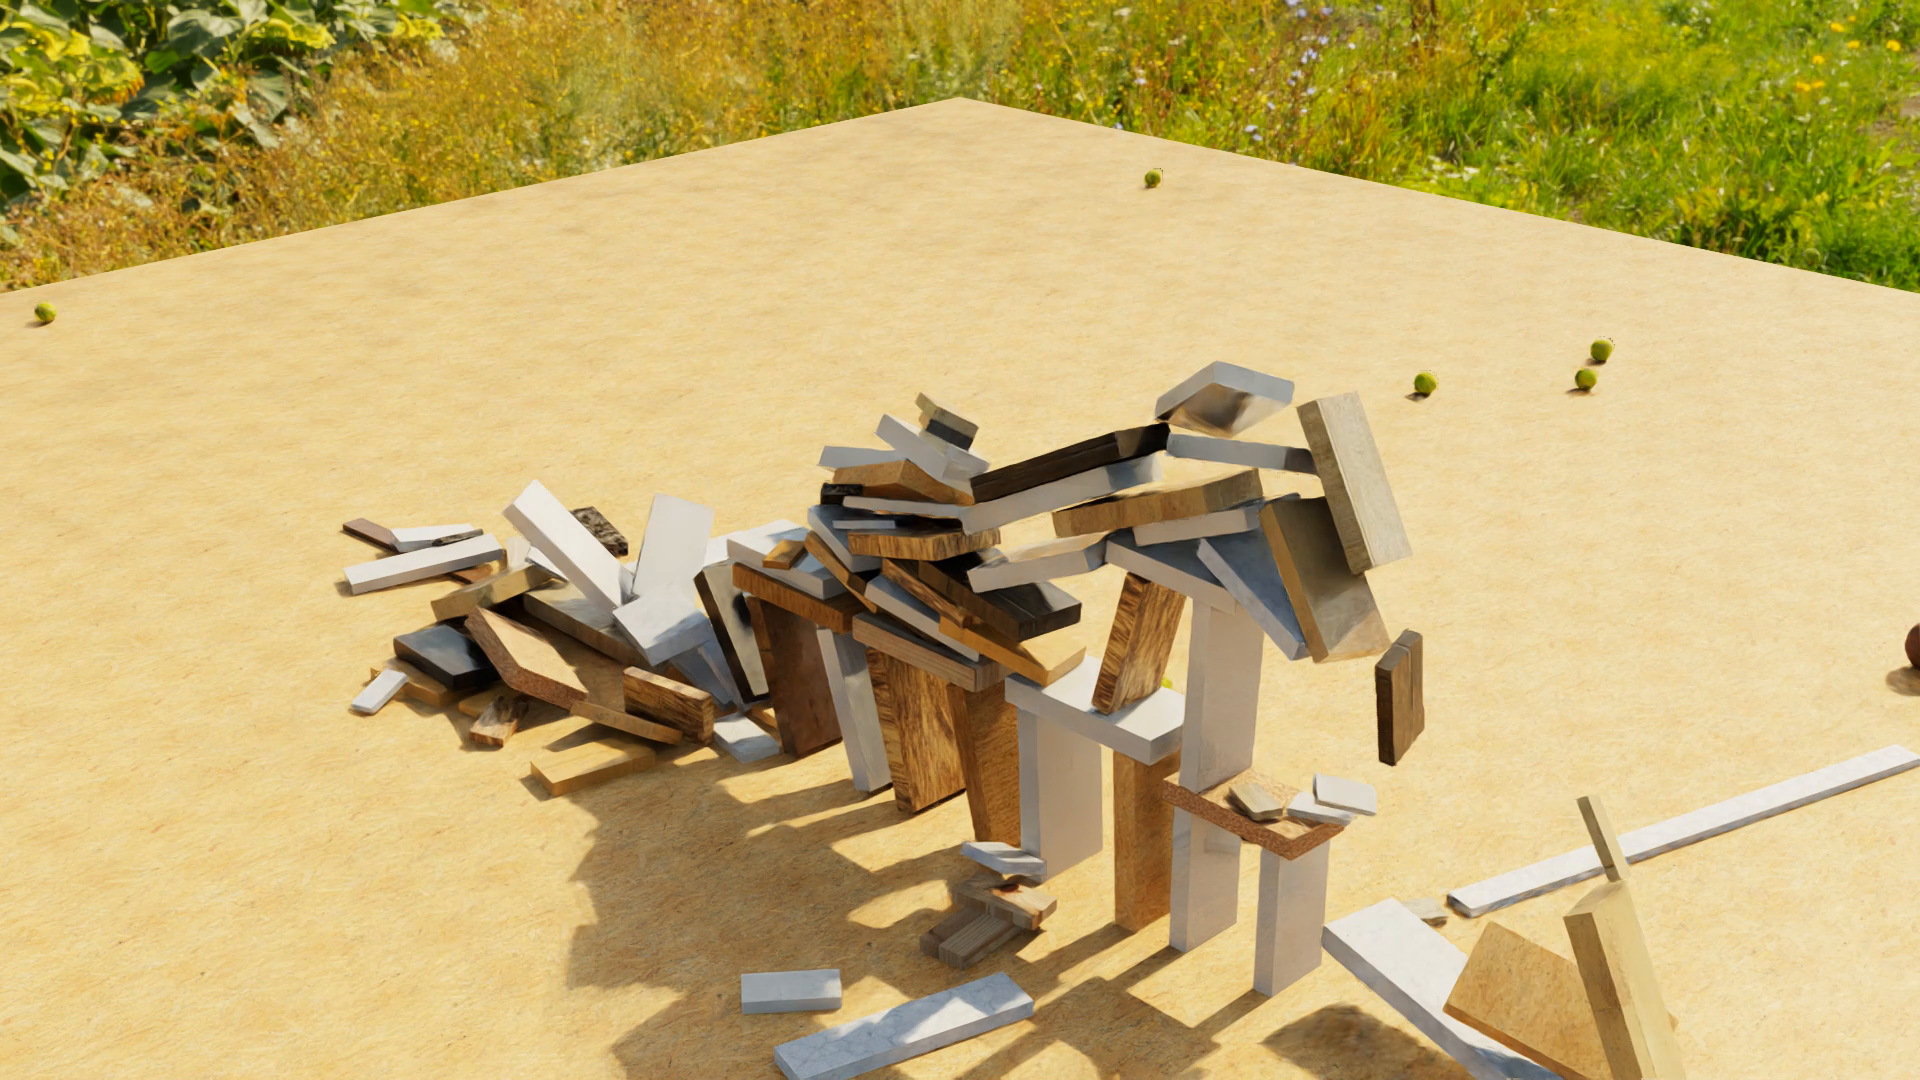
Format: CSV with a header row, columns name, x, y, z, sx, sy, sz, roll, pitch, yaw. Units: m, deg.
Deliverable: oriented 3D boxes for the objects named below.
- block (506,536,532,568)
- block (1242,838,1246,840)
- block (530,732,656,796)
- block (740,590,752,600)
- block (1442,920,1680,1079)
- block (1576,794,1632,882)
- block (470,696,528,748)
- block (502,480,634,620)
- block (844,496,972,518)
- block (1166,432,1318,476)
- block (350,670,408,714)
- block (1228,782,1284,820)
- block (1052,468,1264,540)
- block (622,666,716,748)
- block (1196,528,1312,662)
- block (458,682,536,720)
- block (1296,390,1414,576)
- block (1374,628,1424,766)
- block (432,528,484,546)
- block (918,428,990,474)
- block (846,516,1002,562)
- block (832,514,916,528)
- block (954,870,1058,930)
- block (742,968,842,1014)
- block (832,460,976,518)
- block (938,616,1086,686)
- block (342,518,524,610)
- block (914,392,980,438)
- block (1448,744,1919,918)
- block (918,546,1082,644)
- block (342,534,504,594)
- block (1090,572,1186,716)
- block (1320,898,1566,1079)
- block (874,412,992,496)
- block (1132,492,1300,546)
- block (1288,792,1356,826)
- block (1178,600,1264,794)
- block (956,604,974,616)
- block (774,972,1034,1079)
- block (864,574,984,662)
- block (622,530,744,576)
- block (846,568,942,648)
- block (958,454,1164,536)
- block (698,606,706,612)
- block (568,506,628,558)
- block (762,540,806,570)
name,x,y,z,sx,sy,sz,roll,pitch,yaw
block,-1.104,0.043,5.622,0.103,0.029,0.207,-5,24,-12
block,0.555,0.575,4.386,0.103,0.015,0.052,10,25,22
block,-0.770,0.469,4.613,0.231,0.033,0.116,-15,27,-31
block,-0.415,0.128,4.926,0.022,0.079,0.158,-36,-17,37
block,0.953,0.756,3.495,0.325,0.046,0.162,27,63,19
block,0.983,0.455,3.357,0.019,0.134,0.067,-26,-16,27
block,-1.001,0.393,4.776,0.076,0.022,0.153,13,28,5
block,-0.910,0.022,5.164,0.042,0.351,0.149,-40,10,24
block,-0.069,-0.061,4.274,0.079,0.022,0.420,5,1,-40
block,0.502,-0.144,3.758,0.143,0.041,0.286,6,3,-38
block,-1.292,0.337,4.899,0.062,0.017,0.123,10,40,27
block,0.513,0.453,3.813,0.054,0.015,0.109,-7,20,-15
block,0.341,-0.062,3.826,0.336,0.048,0.168,-10,5,44
block,-0.632,0.361,4.761,0.231,0.116,0.033,15,29,32
block,0.528,0.085,3.655,0.136,0.039,0.273,-11,46,-32
block,-1.029,0.356,4.895,0.076,0.022,0.153,18,29,36
block,0.645,-0.095,3.588,0.041,0.286,0.143,-21,-5,38
block,0.712,0.256,3.557,0.029,0.207,0.103,19,46,33
block,-1.288,-0.003,5.645,0.119,0.017,0.059,-14,-7,-28
block,-0.012,-0.174,4.223,0.091,0.026,0.183,24,7,-21
block,-0.072,-0.004,4.257,0.150,0.043,0.319,-15,10,-31
block,-0.171,-0.037,4.386,0.058,0.016,0.191,-17,11,-41
block,0.084,0.668,4.079,0.174,0.025,0.087,14,27,30
block,-0.296,0.792,3.862,0.174,0.025,0.087,-2,23,-5
block,-0.119,-0.099,4.478,0.169,0.048,0.432,24,-9,-19
block,0.099,0.186,4.166,0.252,0.036,0.126,26,35,28
block,-1.204,0.098,5.508,1.098,0.017,0.059,19,30,38
block,-0.026,-0.242,4.243,0.091,0.026,0.183,25,7,-16
block,1.474,0.570,4.394,1.226,0.019,0.067,-12,26,-26
block,0.073,0.093,4.125,0.150,0.043,0.301,-16,33,-35
block,-1.352,0.059,5.547,0.382,0.029,0.103,-15,28,-22
block,0.329,0.166,3.946,0.147,0.293,0.042,-22,46,-41
block,0.949,0.866,3.515,0.162,0.046,0.922,-15,34,-31
block,-0.028,-0.156,4.342,0.169,0.048,0.337,22,8,-29
block,0.436,-0.035,3.741,0.136,0.039,0.273,-16,4,-38
block,0.624,0.462,3.781,0.109,0.015,0.054,7,29,30
block,0.460,0.253,3.842,0.147,0.368,0.042,-19,32,-37
block,0.018,0.110,4.150,0.052,0.015,0.103,0,29,-7
block,-0.092,0.837,3.751,0.447,0.029,0.103,-13,26,-27
block,-0.040,0.135,4.276,0.266,0.036,0.126,29,36,19
block,-0.666,0.056,5.579,0.366,0.038,0.135,-18,29,-36
block,-0.092,0.116,4.358,0.248,0.035,0.124,33,37,30
block,0.181,-0.081,3.962,0.336,0.048,0.168,-17,-2,38
block,-0.588,0.170,5.339,0.062,0.017,0.123,13,26,29
block,-0.977,-0.014,5.745,0.135,0.038,0.271,-11,26,-25
block,-0.361,0.030,4.550,0.058,0.016,0.115,6,24,15
